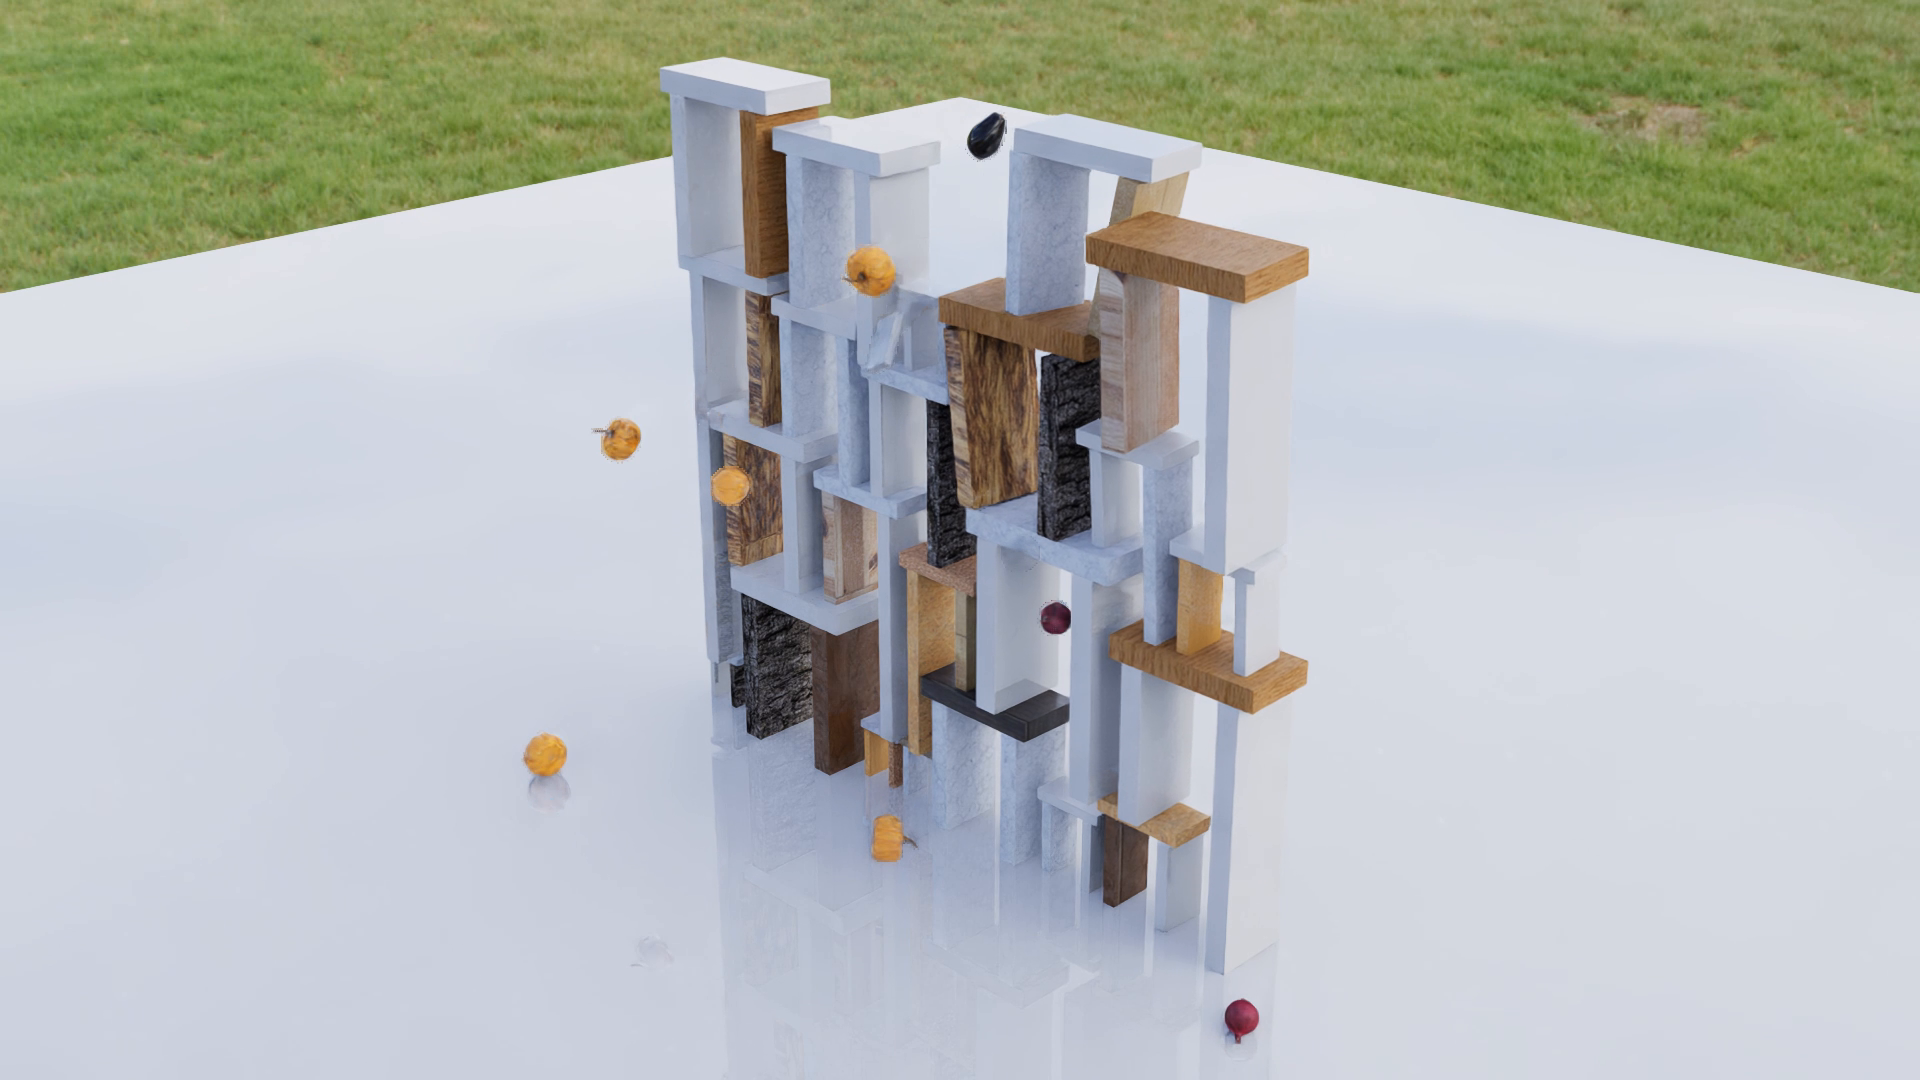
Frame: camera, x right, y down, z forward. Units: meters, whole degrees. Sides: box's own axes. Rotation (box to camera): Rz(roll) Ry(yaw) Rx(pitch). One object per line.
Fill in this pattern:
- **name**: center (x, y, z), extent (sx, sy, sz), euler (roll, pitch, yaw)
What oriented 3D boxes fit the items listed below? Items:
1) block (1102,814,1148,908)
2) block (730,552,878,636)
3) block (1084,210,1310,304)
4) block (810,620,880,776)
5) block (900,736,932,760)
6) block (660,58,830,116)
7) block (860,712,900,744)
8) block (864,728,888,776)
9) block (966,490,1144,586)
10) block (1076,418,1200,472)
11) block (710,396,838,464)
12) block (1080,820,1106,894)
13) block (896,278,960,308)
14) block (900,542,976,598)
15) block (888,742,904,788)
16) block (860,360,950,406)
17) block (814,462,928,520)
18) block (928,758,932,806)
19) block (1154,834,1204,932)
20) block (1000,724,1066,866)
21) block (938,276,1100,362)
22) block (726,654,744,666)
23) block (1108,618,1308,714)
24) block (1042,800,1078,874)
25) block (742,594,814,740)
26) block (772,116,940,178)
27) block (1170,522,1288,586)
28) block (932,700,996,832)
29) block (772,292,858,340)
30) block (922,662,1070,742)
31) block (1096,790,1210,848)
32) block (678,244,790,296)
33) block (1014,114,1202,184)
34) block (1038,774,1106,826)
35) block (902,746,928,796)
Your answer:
- **block**: center (0.313, 0.585, 4.135), extent (0.027, 0.193, 0.096), euler (21, 31, 40)
- **block**: center (-0.308, 0.103, 4.602), extent (0.167, 0.047, 0.334), euler (-21, 31, -41)
- **block**: center (0.377, -0.456, 3.520), extent (0.327, 0.046, 0.163), euler (21, 35, 40)
- **block**: center (-0.230, 0.310, 4.604), extent (0.047, 0.334, 0.167), euler (21, 31, 41)
- **block**: center (-0.065, 0.417, 4.475), extent (0.055, 0.016, 0.111), euler (-21, 30, -40)
- **block**: center (-0.422, -0.889, 4.300), extent (0.162, 0.046, 0.324), euler (-21, 31, -40)
- **block**: center (-0.148, 0.388, 4.549), extent (0.109, 0.015, 0.054), euler (21, 31, 41)
- **block**: center (-0.174, 0.435, 4.597), extent (0.015, 0.109, 0.054), euler (21, 31, 41)
- **block**: center (0.197, -0.014, 4.009), extent (0.175, 0.050, 0.351), euler (-21, 31, -40)
- **block**: center (0.304, -0.169, 3.773), extent (0.194, 0.028, 0.097), euler (21, 34, 40)
- **block**: center (-0.363, -0.233, 4.521), extent (0.296, 0.042, 0.148), euler (21, 31, 41)
- **block**: center (0.264, 0.588, 4.179), extent (0.022, 0.152, 0.076), euler (21, 31, 41)
- **block**: center (-0.046, -0.453, 4.070), extent (0.140, 0.020, 0.070), euler (21, 31, 40)
- **block**: center (-0.009, 0.051, 4.248), extent (0.104, 0.029, 0.208), euler (-21, 31, -40)
- **block**: center (-0.123, 0.455, 4.549), extent (0.015, 0.109, 0.054), euler (21, 31, 41)
- **block**: center (-0.066, -0.313, 4.164), extent (0.118, 0.033, 0.236), euler (-21, 31, -40)
- **block**: center (-0.165, -0.106, 4.367), extent (0.121, 0.034, 0.243), euler (-21, 31, -40)
- **block**: center (-0.039, 0.485, 4.475), extent (0.055, 0.111, 0.016), euler (-20, 29, -39)
- **block**: center (0.404, 0.619, 4.055), extent (0.096, 0.193, 0.027), euler (-19, 29, -38)
- **block**: center (0.142, 0.478, 4.274), extent (0.140, 0.281, 0.040), euler (-21, 31, -40)
- **block**: center (0.142, -0.396, 3.926), extent (0.334, 0.047, 0.167), euler (20, 30, 37)
- **block**: center (-0.509, 0.249, 4.882), extent (0.106, 0.015, 0.053), euler (21, 31, 40)
- **block**: center (0.432, 0.208, 3.843), extent (0.315, 0.045, 0.158), euler (21, 30, 39)
- **block**: center (0.193, 0.560, 4.245), extent (0.022, 0.152, 0.076), euler (21, 31, 41)
- **block**: center (-0.387, 0.248, 4.749), extent (0.167, 0.334, 0.047), euler (-21, 31, -41)
- **block**: center (-0.196, -0.739, 4.115), extent (0.151, 0.043, 0.301), euler (-21, 31, -40)
- **block**: center (0.454, 0.023, 3.717), extent (0.182, 0.026, 0.091), euler (22, 35, 40)
- **block**: center (0.009, 0.427, 4.394), extent (0.040, 0.281, 0.140), euler (21, 31, 41)
- **block**: center (-0.242, -0.445, 4.294), extent (0.123, 0.035, 0.246), euler (-22, 31, -40)
- **block**: center (0.072, 0.306, 4.270), extent (0.140, 0.040, 0.281), euler (-21, 31, -40)
- **block**: center (0.355, 0.503, 4.048), extent (0.096, 0.027, 0.193), euler (-21, 30, -40)
- **block**: center (-0.429, -0.557, 4.457), extent (0.141, 0.040, 0.283), euler (-21, 31, -40)
- **block**: center (0.248, -0.664, 3.717), extent (0.288, 0.041, 0.144), euler (20, 30, 35)
- **block**: center (0.229, 0.494, 4.178), extent (0.152, 0.022, 0.076), euler (21, 31, 41)
- **block**: center (-0.091, 0.465, 4.524), extent (0.016, 0.111, 0.055), euler (21, 31, 41)
